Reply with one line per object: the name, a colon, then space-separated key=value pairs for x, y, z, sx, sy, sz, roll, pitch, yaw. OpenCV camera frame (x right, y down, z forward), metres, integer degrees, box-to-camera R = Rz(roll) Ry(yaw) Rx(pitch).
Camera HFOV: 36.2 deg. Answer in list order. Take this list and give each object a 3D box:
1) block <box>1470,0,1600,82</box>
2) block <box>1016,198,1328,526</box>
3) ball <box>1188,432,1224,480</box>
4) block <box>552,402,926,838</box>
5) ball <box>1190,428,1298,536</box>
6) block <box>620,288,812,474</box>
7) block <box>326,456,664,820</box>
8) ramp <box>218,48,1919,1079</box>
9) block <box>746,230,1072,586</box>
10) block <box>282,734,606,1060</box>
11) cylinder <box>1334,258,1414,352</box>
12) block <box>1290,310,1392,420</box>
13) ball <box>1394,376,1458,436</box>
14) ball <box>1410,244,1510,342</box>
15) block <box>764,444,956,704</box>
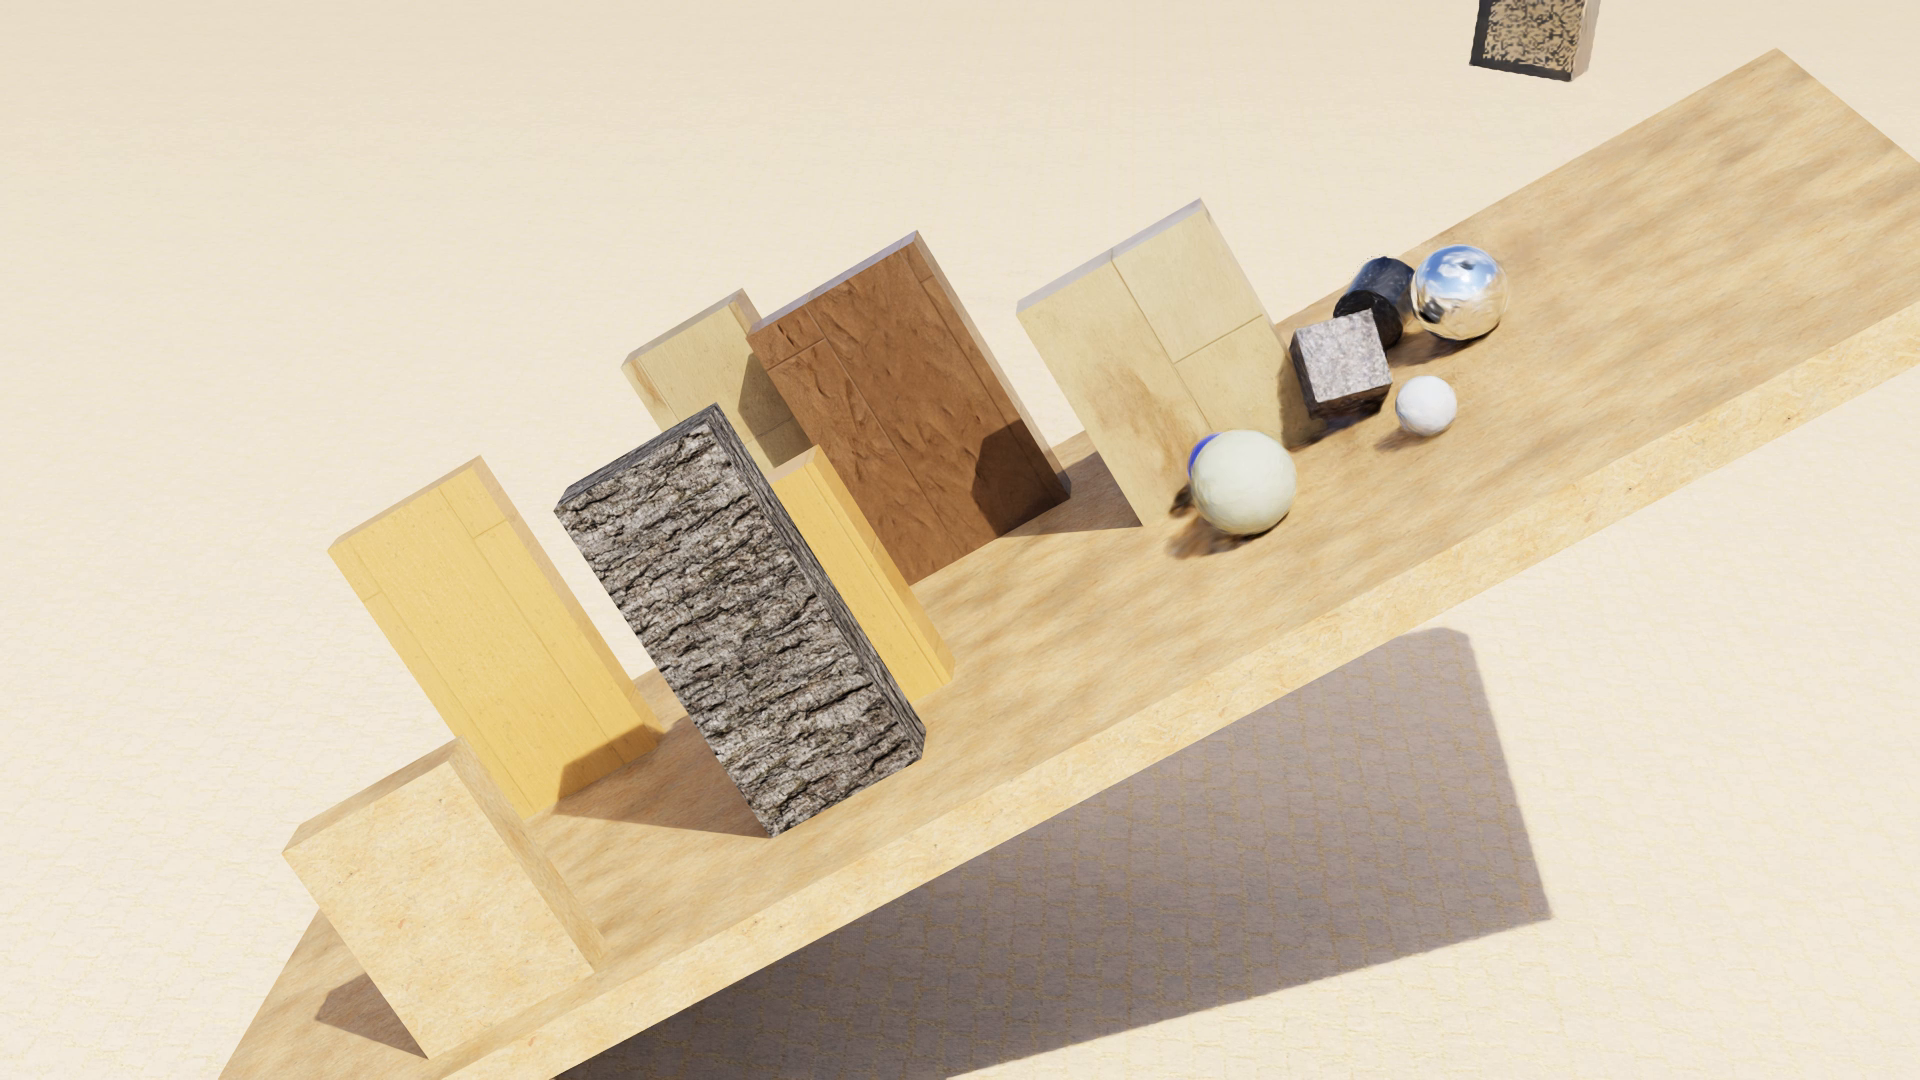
block: x=1.138 y=-1.030 z=5.792 sx=0.201 sy=0.201 sz=0.201 roll=13 pitch=20 yaw=18
block: x=0.444 y=-0.370 z=6.165 sx=0.441 sy=0.534 sz=0.116 roll=-29 pitch=15 yaw=12
ball: x=0.538 y=-0.147 z=6.014 sx=0.147 sy=0.147 sz=0.147 roll=0 pitch=19 yaw=0
block: x=-0.418 y=0.161 z=5.702 sx=0.346 sy=0.781 sz=0.147 roll=-29 pitch=15 yaw=12
ball: x=0.554 y=-0.113 z=5.747 sx=0.208 sy=0.208 sz=0.208 roll=0 pitch=19 yaw=0
block: x=-0.463 y=-0.193 z=7.016 sx=0.322 sy=0.748 sz=0.127 roll=-29 pitch=15 yaw=12
block: x=-1.065 y=0.235 z=6.783 sx=0.401 sy=0.780 sz=0.095 roll=-29 pitch=15 yaw=12
ramp: x=0.142 y=0.168 z=6.287 sx=4.000 sy=0.100 sz=2.000 roll=-29 pitch=15 yaw=12
block: x=-0.113 y=-0.295 z=6.739 sx=0.445 sy=0.694 sz=0.119 roll=-29 pitch=15 yaw=12
block: x=-0.993 y=0.693 z=5.685 sx=0.387 sy=0.507 sz=0.131 roll=-29 pitch=15 yaw=12
cylinder: x=0.910 y=-0.511 z=6.395 sx=0.155 sy=0.155 sz=0.155 roll=9 pitch=36 yaw=24
block: x=0.777 y=-0.357 z=6.009 sx=0.159 sy=0.159 sz=0.159 roll=-15 pitch=-11 yaw=-1
ball: x=0.902 y=-0.259 z=5.692 sx=0.119 sy=0.119 sz=0.119 roll=0 pitch=19 yaw=0
ball: x=1.032 y=-0.510 z=6.080 sx=0.202 sy=0.202 sz=0.202 roll=0 pitch=19 yaw=0
block: x=-0.284 y=0.119 z=6.037 sx=0.308 sy=0.543 sz=0.118 roll=-29 pitch=15 yaw=12
